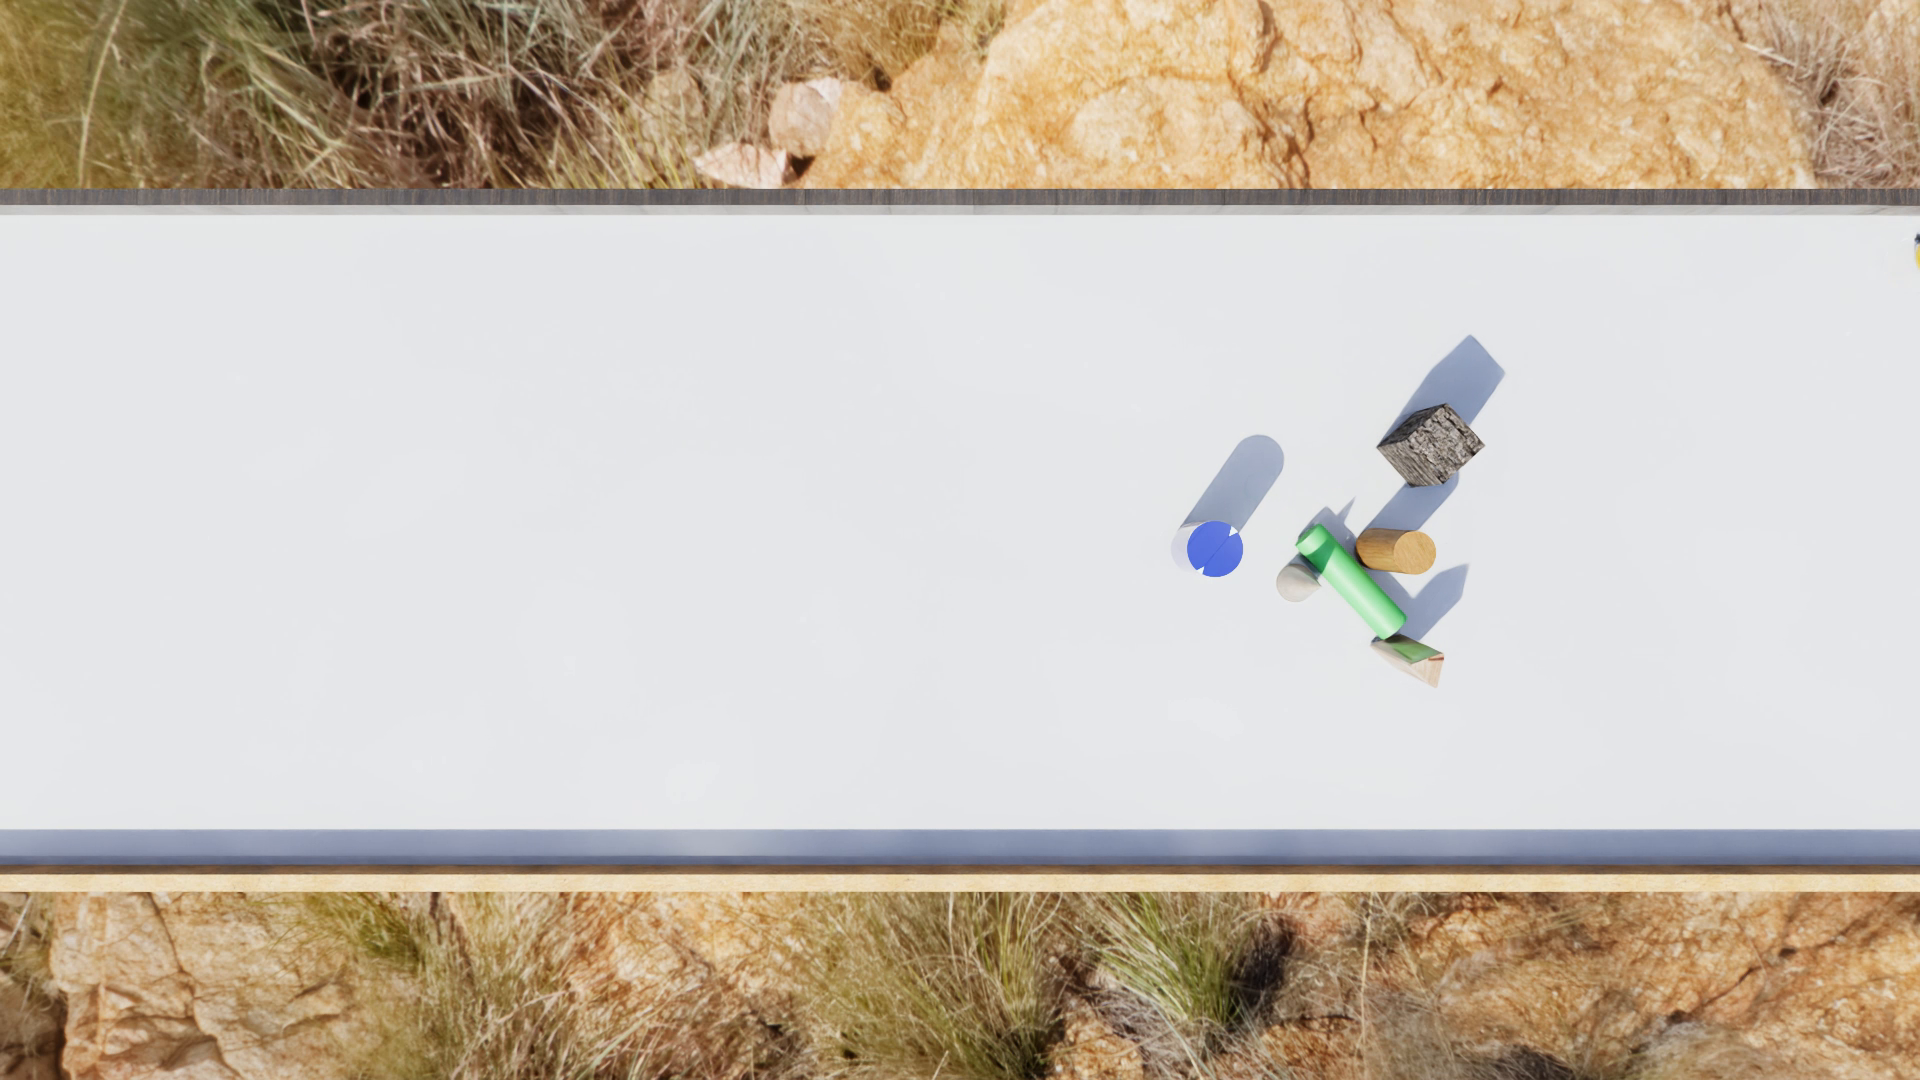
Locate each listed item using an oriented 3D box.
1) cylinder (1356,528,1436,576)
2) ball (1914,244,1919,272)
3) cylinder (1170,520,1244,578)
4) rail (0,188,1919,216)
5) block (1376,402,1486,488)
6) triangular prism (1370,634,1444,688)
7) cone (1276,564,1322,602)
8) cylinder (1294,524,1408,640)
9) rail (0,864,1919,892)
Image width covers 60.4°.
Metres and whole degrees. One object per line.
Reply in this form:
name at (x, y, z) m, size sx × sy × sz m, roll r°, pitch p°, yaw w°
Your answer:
cylinder at (1.294, 0.032, 4.912) m, size 0.128 × 0.317 × 0.128 m, roll 0°, pitch 92°, yaw -7°
ball at (2.990, -0.861, 4.988) m, size 0.177 × 0.177 × 0.177 m, roll 0°, pitch 90°, yaw 0°
cylinder at (0.729, 0.026, 4.893) m, size 0.162 × 0.367 × 0.162 m, roll 0°, pitch 90°, yaw 0°
rail at (-2.247, -1.025, 5.002) m, size 12.000 × 0.150 × 0.050 m, roll 0°, pitch 90°, yaw 0°
block at (1.397, -0.278, 4.913) m, size 0.166 × 0.326 × 0.166 m, roll -42°, pitch 90°, yaw 0°
triangular prism at (1.343, 0.341, 4.901) m, size 0.104 × 0.338 × 0.090 m, roll 41°, pitch 91°, yaw -9°
cone at (1.032, 0.132, 4.889) m, size 0.119 × 0.375 × 0.119 m, roll 0°, pitch 90°, yaw 0°
cylinder at (1.191, 0.125, 5.025) m, size 0.104 × 0.104 × 0.389 m, roll -43°, pitch 90°, yaw 0°
rail at (-2.247, 1.025, 5.001) m, size 12.000 × 0.150 × 0.050 m, roll 0°, pitch 90°, yaw 0°
